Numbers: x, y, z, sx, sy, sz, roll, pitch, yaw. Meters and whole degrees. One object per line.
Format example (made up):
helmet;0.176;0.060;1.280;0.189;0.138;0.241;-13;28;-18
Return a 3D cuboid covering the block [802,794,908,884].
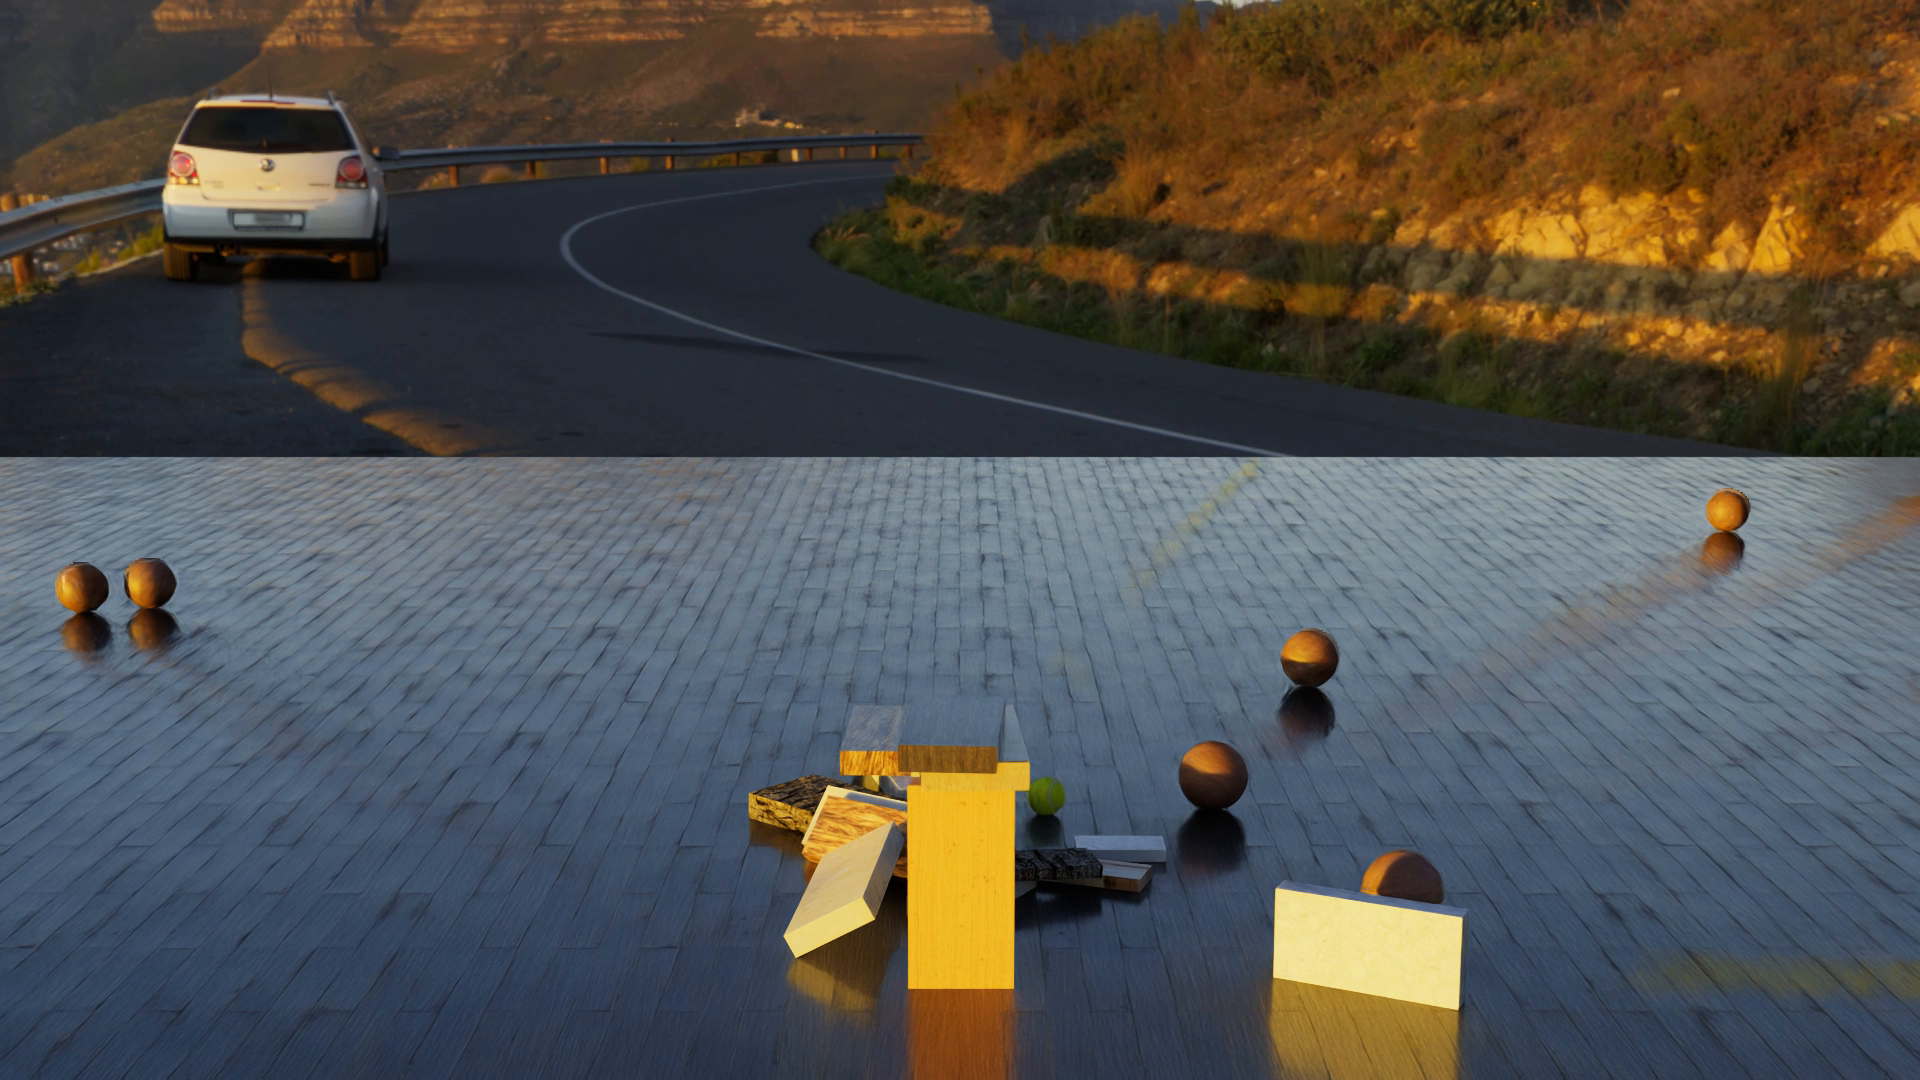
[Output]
block;-0.151;0.515;3.776;0.230;0.115;0.033;7;-29;34

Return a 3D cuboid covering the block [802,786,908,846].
block;-0.155;0.505;3.831;0.230;0.115;0.033;7;-29;34

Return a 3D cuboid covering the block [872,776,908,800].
block;-0.071;0.454;4.272;0.168;0.048;0.336;-3;11;-14

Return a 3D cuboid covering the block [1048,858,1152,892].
block;0.184;0.563;3.756;0.276;0.022;0.078;4;11;20

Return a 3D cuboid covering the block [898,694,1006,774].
block;-0.009;0.285;3.246;0.140;0.040;0.280;1;11;4

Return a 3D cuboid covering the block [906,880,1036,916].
block;0.021;0.580;3.632;0.115;0.033;0.230;6;12;30

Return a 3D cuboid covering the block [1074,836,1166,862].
block;0.281;0.542;3.865;0.156;0.022;0.078;0;11;0

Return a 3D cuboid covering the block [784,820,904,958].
block;-0.182;0.558;3.551;0.140;0.040;0.374;-27;7;10

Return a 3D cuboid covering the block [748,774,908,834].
block;-0.210;0.501;4.020;0.336;0.048;0.168;9;14;42

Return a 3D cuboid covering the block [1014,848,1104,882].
block;0.153;0.544;3.691;0.156;0.022;0.078;1;15;-20

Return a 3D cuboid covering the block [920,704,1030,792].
block;0.014;0.312;3.326;0.157;0.044;0.313;-1;11;-3

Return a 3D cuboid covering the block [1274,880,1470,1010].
block;0.605;0.597;3.249;0.280;0.140;0.040;5;12;26

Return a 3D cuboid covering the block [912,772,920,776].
block;0.002;0.469;3.460;0.157;0.313;0.044;0;10;-1

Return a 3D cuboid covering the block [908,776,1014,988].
block;0.002;0.508;3.255;0.157;0.313;0.044;0;11;0

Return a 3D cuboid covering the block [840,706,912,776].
block;-0.138;0.393;4.338;0.168;0.048;0.336;0;11;2
